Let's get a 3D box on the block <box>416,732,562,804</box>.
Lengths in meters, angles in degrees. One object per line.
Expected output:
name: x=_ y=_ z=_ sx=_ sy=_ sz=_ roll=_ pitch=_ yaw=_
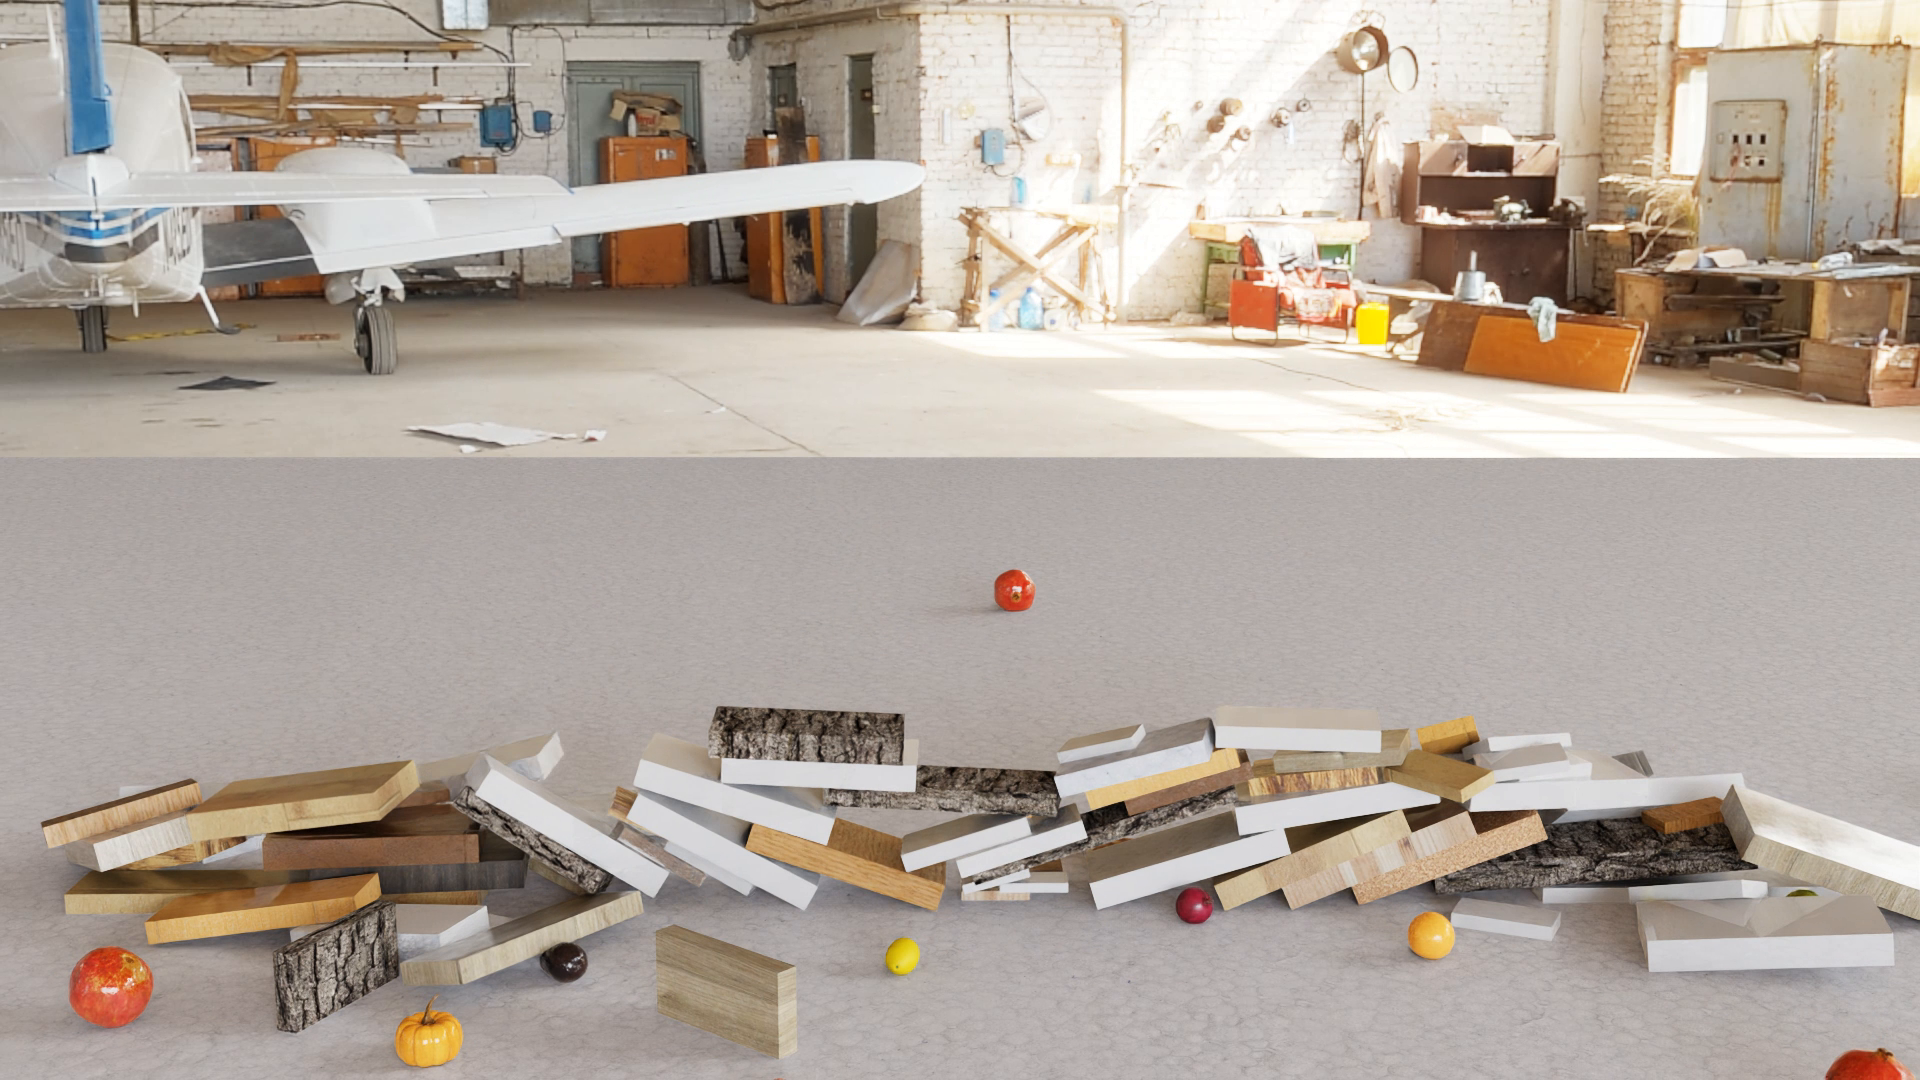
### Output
block: x=-0.981 y=0.447 z=3.978 sx=0.505 sy=0.044 sz=0.157 roll=-14 pitch=10 yaw=5

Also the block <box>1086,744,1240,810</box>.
block: x=0.332 y=0.375 z=3.628 sx=0.253 sy=0.036 sz=0.126 roll=-17 pitch=9 yaw=7

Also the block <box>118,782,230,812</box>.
block: x=-1.374 y=0.480 z=3.977 sx=0.253 sy=0.036 sz=0.126 roll=-1 pitch=-26 yaw=-7

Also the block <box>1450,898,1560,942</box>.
block: x=0.874 y=0.606 z=3.520 sx=0.158 sy=0.022 sz=0.079 roll=5 pitch=12 yaw=24

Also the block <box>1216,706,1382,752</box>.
block: x=0.549 y=0.307 z=3.581 sx=0.261 sy=0.036 sz=0.126 roll=1 pitch=11 yaw=8

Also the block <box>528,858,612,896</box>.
block: x=-0.657 y=0.560 z=3.706 sx=0.131 sy=0.018 sz=0.065 roll=20 pitch=22 yaw=31

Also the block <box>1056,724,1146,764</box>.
block: x=0.234 y=0.337 z=3.643 sx=0.135 sy=0.019 sz=0.068 roll=-14 pitch=10 yaw=24

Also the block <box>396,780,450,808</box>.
block: x=-0.950 y=0.436 z=3.740 sx=0.148 sy=0.021 sz=0.074 roll=-5 pitch=8 yaw=-29

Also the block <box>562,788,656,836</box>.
block: x=-0.680 y=0.499 z=3.937 sx=0.463 sy=0.047 sz=0.165 roll=-3 pitch=7 yaw=-31

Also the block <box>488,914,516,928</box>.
block: x=-0.752 y=0.623 z=3.436 sx=0.074 sy=0.021 sz=0.148 roll=5 pitch=12 yaw=26

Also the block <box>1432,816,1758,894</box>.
block: x=1.051 y=0.524 z=3.698 sx=0.520 sy=0.047 sz=0.167 roll=-6 pitch=11 yaw=6

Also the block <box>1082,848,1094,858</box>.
block: x=0.310 y=0.545 z=3.871 sx=0.186 sy=0.015 sz=0.053 roll=-1 pitch=11 yaw=-4

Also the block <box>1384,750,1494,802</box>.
block: x=0.763 y=0.375 z=3.506 sx=0.079 sy=0.022 sz=0.158 roll=-23 pitch=21 yaw=-33

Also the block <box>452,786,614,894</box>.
block: x=-0.693 y=0.489 z=3.591 sx=0.268 sy=0.038 sz=0.134 roll=31 pitch=-7 yaw=3

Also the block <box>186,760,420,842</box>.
block: x=-1.086 y=0.431 z=3.642 sx=0.330 sy=0.047 sz=0.165 roll=-8 pitch=12 yaw=10

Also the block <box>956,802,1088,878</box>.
block: x=0.097 y=0.491 z=3.603 sx=0.213 sy=0.030 sz=0.107 roll=-18 pitch=9 yaw=0

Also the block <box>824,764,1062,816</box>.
block: x=-0.026 y=0.412 z=3.646 sx=0.383 sy=0.038 sz=0.134 roll=2 pitch=10 yaw=8

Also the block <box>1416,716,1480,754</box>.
block: x=0.835 y=0.353 z=3.719 sx=0.095 sy=0.027 sz=0.189 roll=-16 pitch=-29 yaw=13

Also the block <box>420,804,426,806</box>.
block: x=-1.026 y=0.506 z=3.783 sx=0.248 sy=0.124 sz=0.035 roll=-2 pitch=11 yaw=-10

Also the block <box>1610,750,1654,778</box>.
block: x=1.074 y=0.460 z=3.979 sx=0.335 sy=0.047 sz=0.167 roll=-6 pitch=-27 yaw=-30

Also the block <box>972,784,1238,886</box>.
block: x=0.234 y=0.473 z=3.635 sx=0.452 sy=0.029 sz=0.104 roll=-18 pitch=9 yaw=1

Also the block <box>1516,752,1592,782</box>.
block: x=0.960 y=0.372 z=3.624 sx=0.145 sy=0.020 sz=0.071 roll=-2 pitch=13 yaw=-24

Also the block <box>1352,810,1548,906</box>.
block: x=0.803 y=0.506 z=3.663 sx=0.323 sy=0.046 sz=0.162 roll=-21 pitch=9 yaw=9

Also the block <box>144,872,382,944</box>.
block: x=-1.099 y=0.582 z=3.477 sx=0.333 sy=0.036 sz=0.126 roll=-7 pitch=8 yaw=2

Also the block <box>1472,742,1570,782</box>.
block: x=0.909 y=0.361 z=3.562 sx=0.141 sy=0.020 sz=0.071 roll=-9 pitch=18 yaw=7

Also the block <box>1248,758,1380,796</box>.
block: x=0.584 y=0.381 z=3.619 sx=0.207 sy=0.029 sz=0.103 roll=-8 pitch=10 yaw=15

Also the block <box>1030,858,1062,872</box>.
block: x=0.106 y=0.563 z=3.763 sx=0.135 sy=0.019 sz=0.068 roll=0 pitch=11 yaw=-1

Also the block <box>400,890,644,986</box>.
block: x=-0.664 y=0.607 z=3.366 sx=0.124 sy=0.035 sz=0.397 roll=-9 pitch=2 yaw=33

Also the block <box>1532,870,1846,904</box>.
block: x=1.331 y=0.577 z=3.671 sx=0.744 sy=0.025 sz=0.089 roll=0 pitch=11 yaw=-1

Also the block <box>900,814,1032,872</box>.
block: x=0.011 y=0.485 z=3.617 sx=0.213 sy=0.030 sz=0.107 roll=-17 pitch=9 yaw=4

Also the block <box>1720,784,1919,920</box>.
block: x=1.427 y=0.512 z=3.573 sx=0.348 sy=0.049 sz=0.174 roll=19 pitch=22 yaw=0

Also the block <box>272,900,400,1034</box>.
block: x=-0.905 y=0.618 z=3.200 sx=0.033 sy=0.117 sz=0.234 roll=4 pitch=11 yaw=22

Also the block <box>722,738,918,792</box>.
block: x=-0.228 y=0.364 z=3.629 sx=0.314 sy=0.044 sz=0.157 roll=3 pitch=10 yaw=0

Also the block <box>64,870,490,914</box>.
block: x=-1.121 y=0.580 z=3.635 sx=0.667 sy=0.033 sz=0.117 roll=0 pitch=11 yaw=-1
